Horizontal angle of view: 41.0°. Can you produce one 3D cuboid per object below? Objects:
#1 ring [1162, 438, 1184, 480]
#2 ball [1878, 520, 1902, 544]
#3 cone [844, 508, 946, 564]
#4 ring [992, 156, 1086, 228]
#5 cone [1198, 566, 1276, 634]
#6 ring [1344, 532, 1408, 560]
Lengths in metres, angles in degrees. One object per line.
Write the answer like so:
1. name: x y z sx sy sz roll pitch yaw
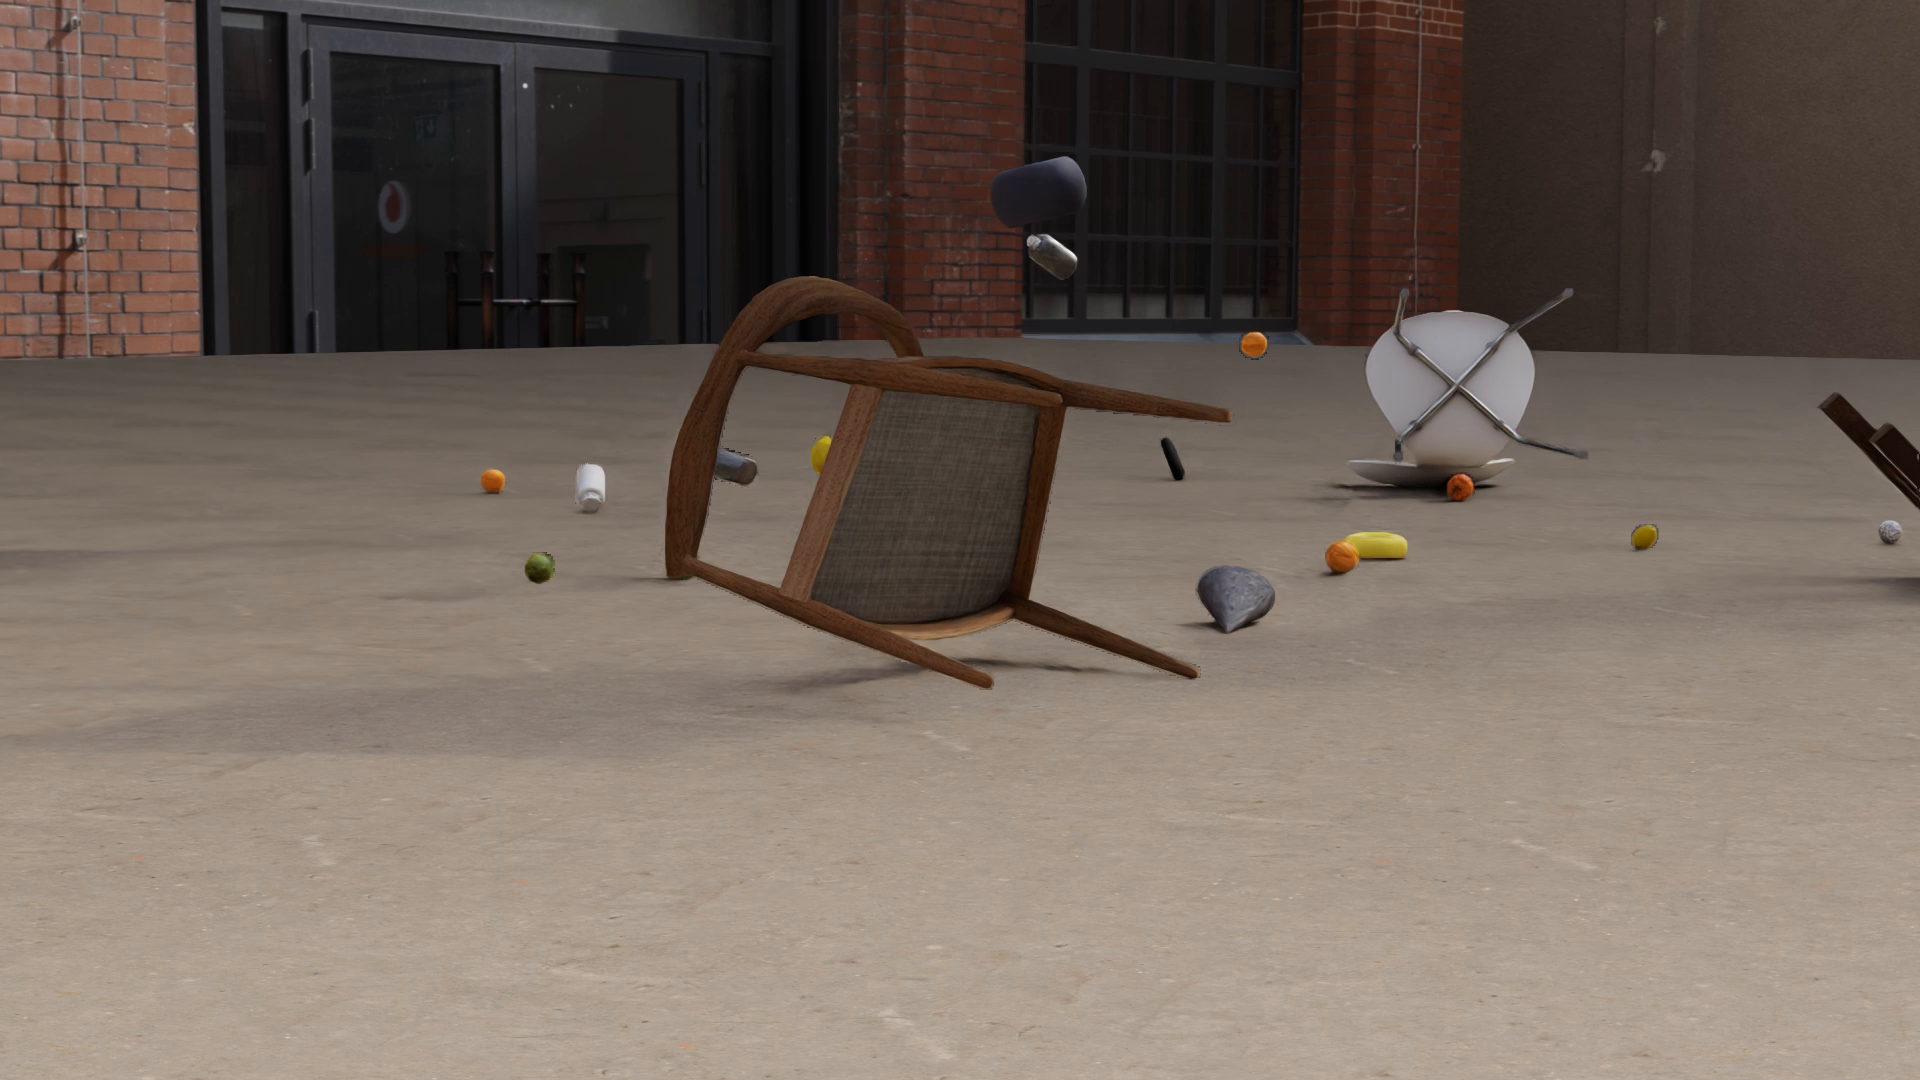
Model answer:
1. ring: 0.692 -0.263 8.347 0.040 0.109 0.236 -21 28 5
2. ball: 2.295 -0.020 6.332 0.057 0.057 0.057 0 6 0
3. cone: -0.123 -0.026 5.940 0.251 0.129 0.162 -3 11 20
4. ring: 0.180 -0.798 5.885 0.192 0.129 0.261 -18 8 -34
5. cone: 0.508 0.138 4.804 0.149 0.114 0.179 10 25 8
6. ring: 0.972 0.015 6.003 0.150 0.054 0.117 2 10 19
